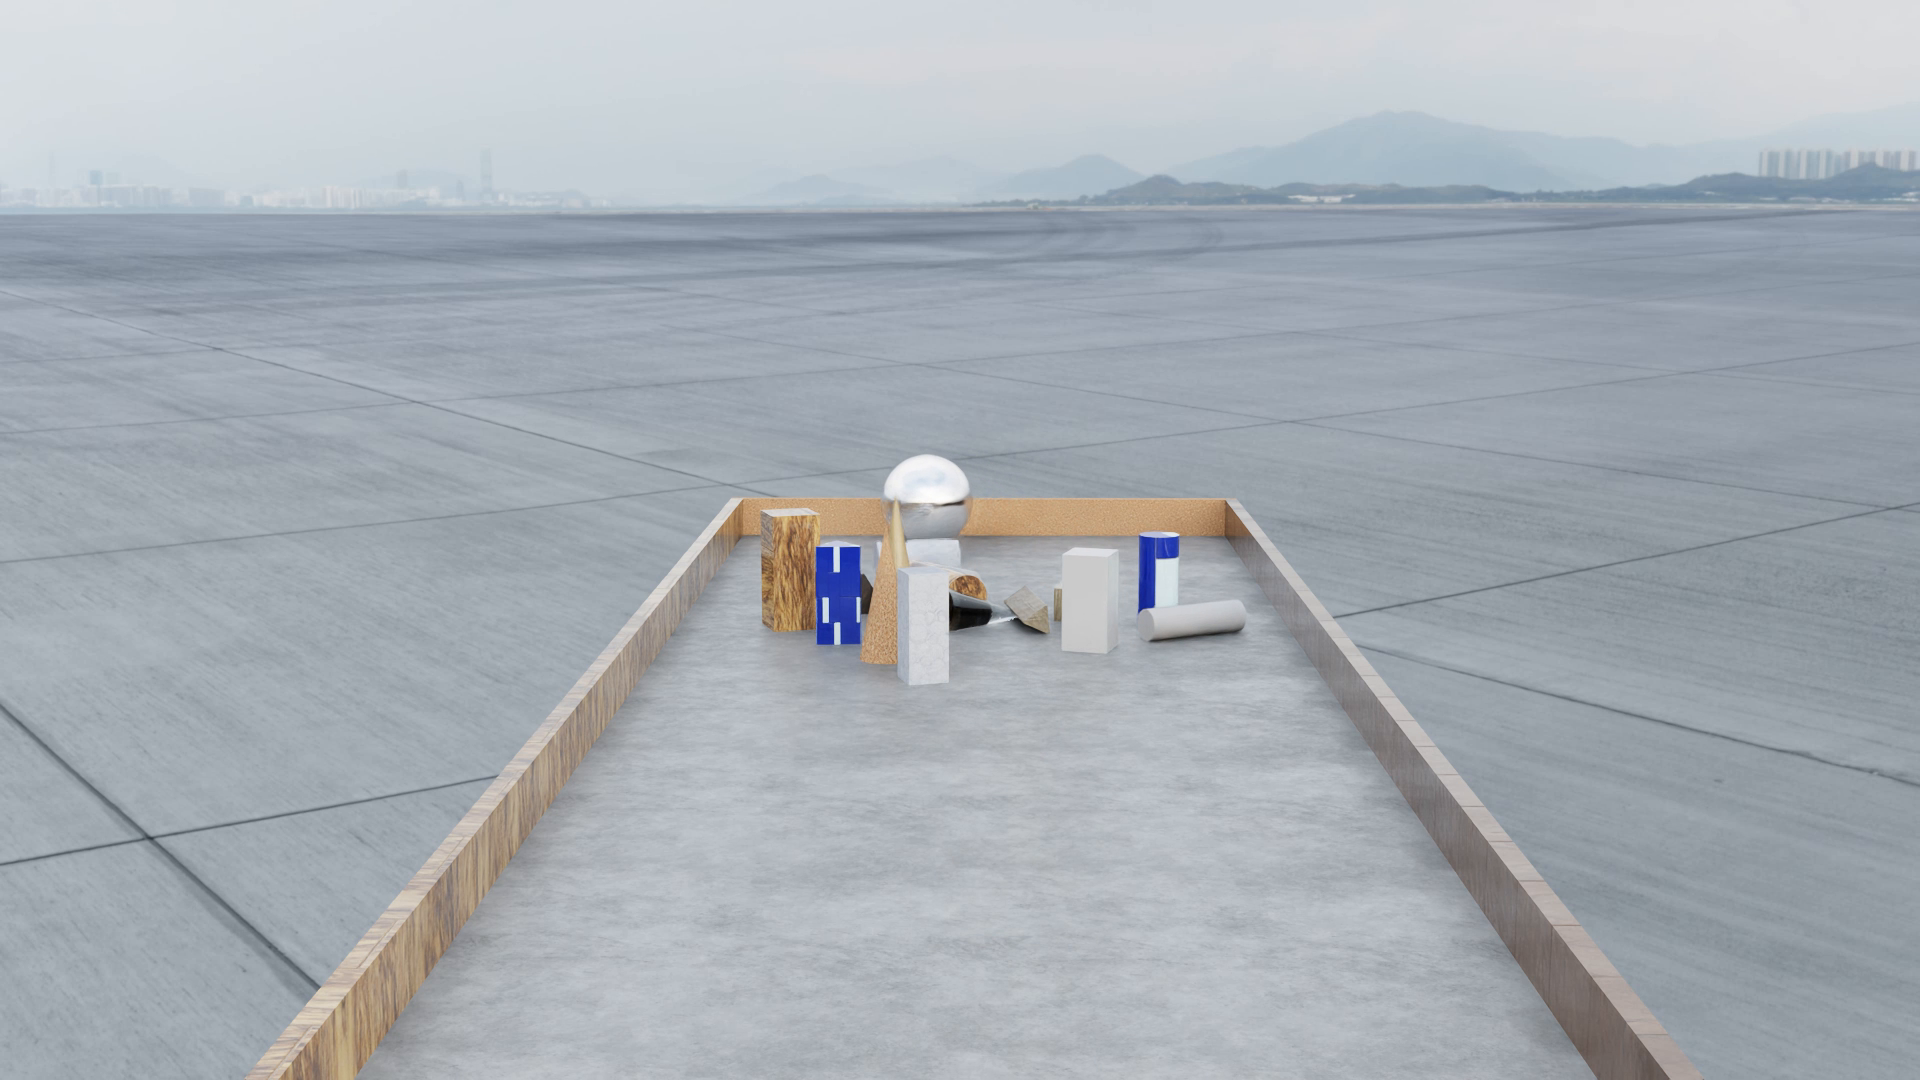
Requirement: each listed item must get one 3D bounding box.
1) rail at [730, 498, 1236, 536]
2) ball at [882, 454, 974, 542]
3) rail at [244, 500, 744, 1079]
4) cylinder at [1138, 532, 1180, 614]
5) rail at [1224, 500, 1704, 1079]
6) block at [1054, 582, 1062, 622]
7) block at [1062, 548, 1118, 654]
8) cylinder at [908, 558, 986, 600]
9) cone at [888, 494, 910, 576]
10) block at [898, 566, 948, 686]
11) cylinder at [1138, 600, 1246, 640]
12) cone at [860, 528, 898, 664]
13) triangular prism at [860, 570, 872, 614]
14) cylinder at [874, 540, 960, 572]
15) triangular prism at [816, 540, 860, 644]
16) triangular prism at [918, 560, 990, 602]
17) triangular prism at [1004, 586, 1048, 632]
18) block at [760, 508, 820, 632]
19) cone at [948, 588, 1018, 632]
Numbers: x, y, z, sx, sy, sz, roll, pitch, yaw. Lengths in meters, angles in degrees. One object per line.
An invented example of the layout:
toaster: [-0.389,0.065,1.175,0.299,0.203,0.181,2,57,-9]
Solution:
rail: [0.099,-0.098,9.147,2.100,0.150,0.050,0,9,1]
ball: [-0.131,-0.159,8.837,0.369,0.369,0.369,0,9,0]
rail: [-1.004,0.839,3.234,0.050,0.150,12.000,0,9,1]
cylinder: [0.651,0.131,7.217,0.131,0.302,0.131,0,9,0]
rail: [1.046,0.843,3.208,0.050,0.150,12.000,0,9,1]
block: [0.406,0.189,7.471,0.109,0.109,0.373,2,9,12]
block: [0.407,0.187,6.859,0.144,0.303,0.144,3,9,18]
cylinder: [-0.084,0.170,7.416,0.163,0.163,0.394,-6,11,-32]
cone: [-0.209,0.054,7.274,0.150,0.434,0.150,-1,9,0]
block: [-0.108,0.248,6.408,0.120,0.324,0.120,-3,9,-18]
cylinder: [0.745,0.257,7.062,0.351,0.102,0.102,-5,10,-28]
cone: [-0.224,0.156,6.691,0.166,0.418,0.166,0,9,0]
triangular prism: [-0.360,0.150,7.609,0.156,0.135,0.391,-2,9,-10]
cylinder: [-0.162,0.065,8.214,0.307,0.121,0.121,-2,9,-11]
triangular prism: [-0.387,0.165,6.972,0.139,0.312,0.121,-1,9,-4]
triangular prism: [-0.056,0.151,7.622,0.148,0.128,0.345,-8,12,-41]
triangular prism: [0.234,0.219,7.261,0.093,0.081,0.364,24,4,-12]
block: [-0.554,0.096,7.196,0.157,0.378,0.157,-3,10,-19]
cone: [0.082,0.240,7.248,0.423,0.156,0.156,6,3,-42]
